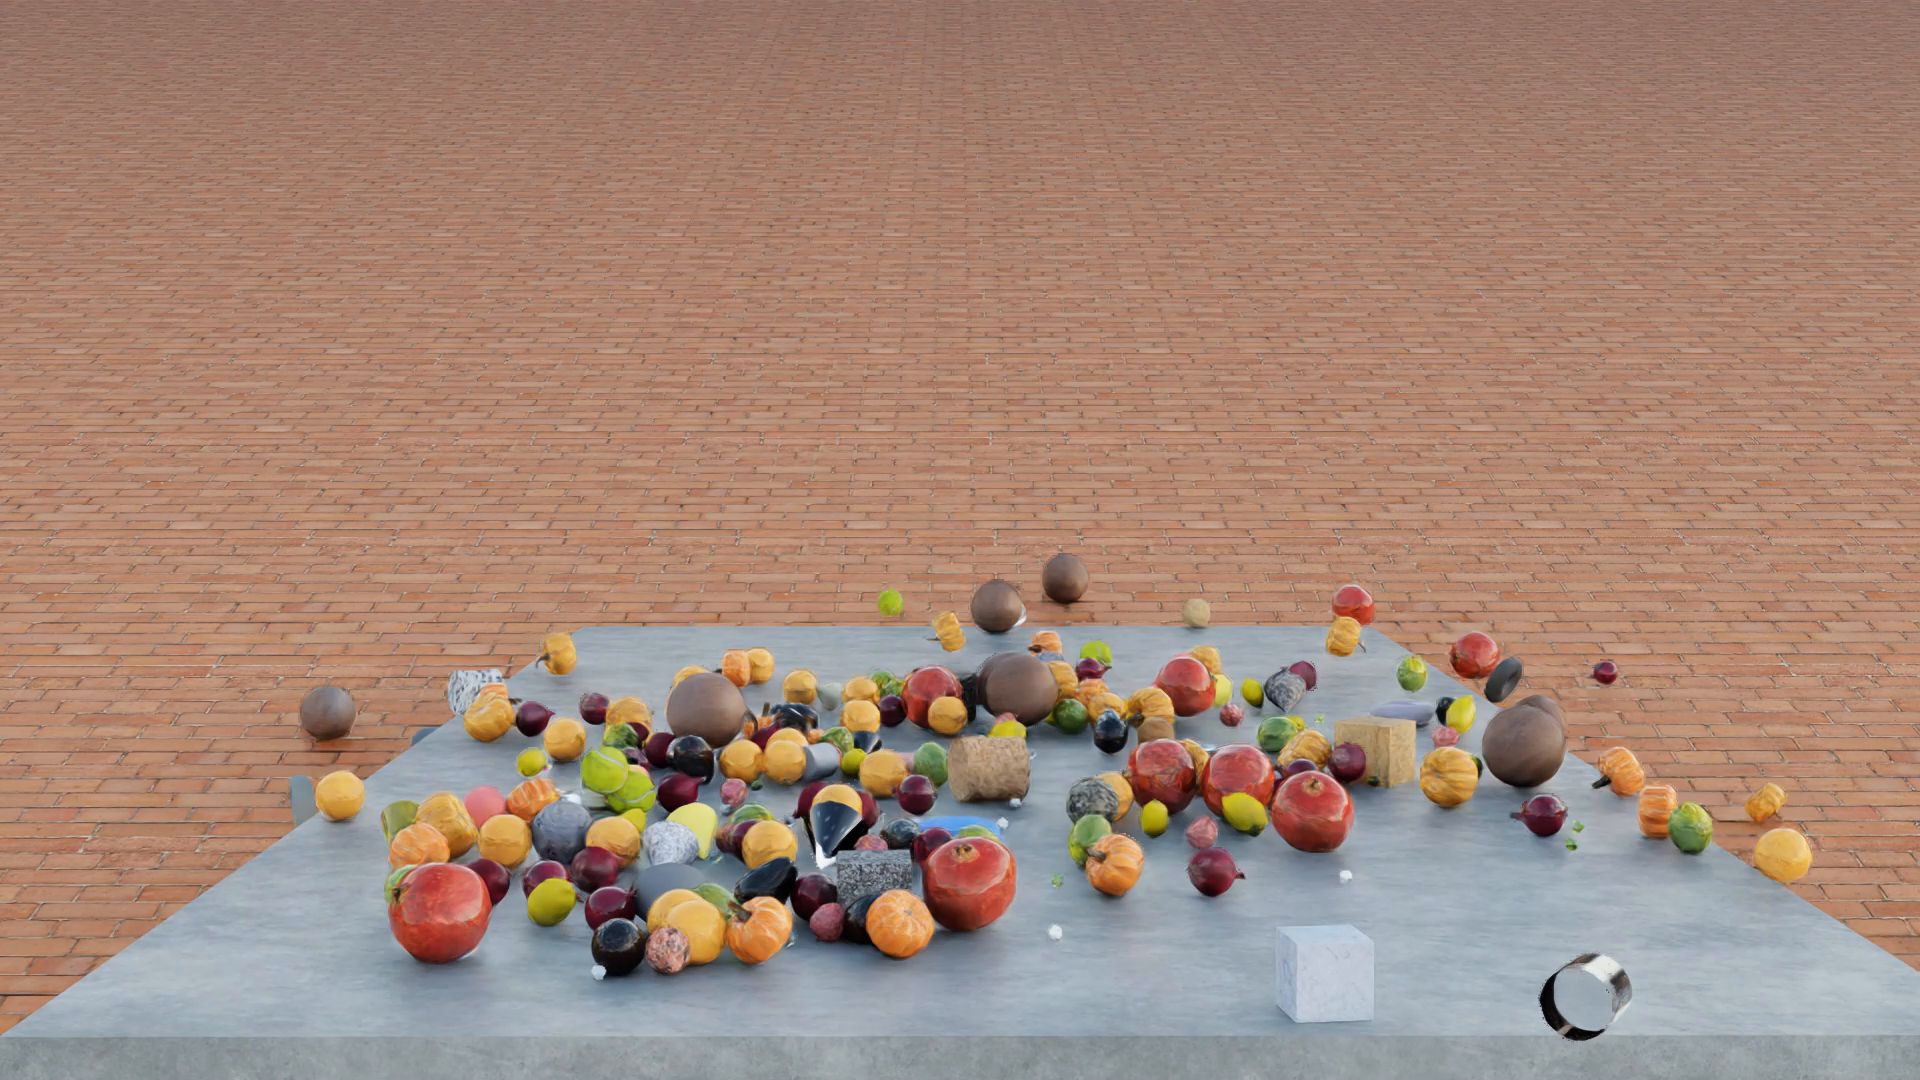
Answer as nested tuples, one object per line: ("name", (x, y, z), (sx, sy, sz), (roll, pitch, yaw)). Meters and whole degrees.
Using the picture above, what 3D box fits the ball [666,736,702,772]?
("ball", (-0.450, 0.350, 4.184), (0.058, 0.058, 0.058), (0, 19, 0))

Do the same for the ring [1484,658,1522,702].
("ring", (1.182, 0.305, 5.578), (0.037, 0.110, 0.110), (35, 35, 29))

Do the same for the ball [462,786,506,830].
("ball", (-0.680, 0.384, 3.670), (0.061, 0.061, 0.061), (0, 19, 0))

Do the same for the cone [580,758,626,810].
("cone", (-0.540, 0.363, 3.858), (0.076, 0.076, 0.076), (0, 4, 0))

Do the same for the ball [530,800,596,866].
("ball", (-0.528, 0.389, 3.412), (0.085, 0.085, 0.085), (0, 19, 0))

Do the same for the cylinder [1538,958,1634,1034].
("cylinder", (0.623, 0.454, 2.551), (0.072, 0.072, 0.072), (15, -1, 37))

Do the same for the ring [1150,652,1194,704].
("ring", (0.415, 0.271, 5.020), (0.038, 0.114, 0.114), (36, 32, 17))

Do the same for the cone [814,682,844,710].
("cone", (-0.263, 0.290, 4.921), (0.058, 0.058, 0.058), (22, -10, 47))

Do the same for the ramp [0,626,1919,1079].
("ramp", (0.045, 0.405, 4.538), (2.000, 0.100, 4.000), (0, 4, 0))

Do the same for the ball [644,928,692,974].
("ball", (-0.319, 0.449, 2.799), (0.050, 0.050, 0.050), (0, 19, 0))

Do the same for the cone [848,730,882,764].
("cone", (-0.163, 0.359, 4.292), (0.058, 0.058, 0.058), (2, 31, 5))

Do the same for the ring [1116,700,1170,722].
("ring", (0.343, 0.319, 4.802), (0.103, 0.034, 0.103), (2, 4, 0))

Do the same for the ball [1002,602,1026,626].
("ball", (0.139, 0.188, 6.524), (0.062, 0.062, 0.062), (0, 19, 0))

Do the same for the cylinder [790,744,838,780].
("cylinder", (-0.234, 0.355, 4.109), (0.056, 0.056, 0.056), (15, 10, 36))

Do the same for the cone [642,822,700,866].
("cone", (-0.384, 0.420, 3.339), (0.077, 0.077, 0.077), (1, 31, 4))

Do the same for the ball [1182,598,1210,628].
("ball", (0.598, 0.184, 6.496), (0.073, 0.073, 0.073), (0, 19, 0))

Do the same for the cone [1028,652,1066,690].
("cone", (0.184, 0.286, 5.280), (0.082, 0.082, 0.082), (-2, 31, -5))

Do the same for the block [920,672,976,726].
("block", (-0.022, 0.295, 4.781), (0.086, 0.086, 0.086), (1, 4, 13))

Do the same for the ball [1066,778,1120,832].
("ball", (0.189, 0.377, 3.657), (0.076, 0.076, 0.076), (0, 19, 0))

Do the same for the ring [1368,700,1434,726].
("ring", (0.817, 0.320, 4.756), (0.119, 0.040, 0.119), (-1, 4, 0))

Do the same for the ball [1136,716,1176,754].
("ball", (0.334, 0.334, 4.371), (0.065, 0.065, 0.065), (0, 19, 0))

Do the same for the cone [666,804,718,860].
("cone", (-0.355, 0.410, 3.475), (0.077, 0.077, 0.077), (-7, 33, -20))

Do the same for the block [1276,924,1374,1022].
("block", (0.374, 0.444, 2.633), (0.080, 0.080, 0.080), (-1, 4, -8))

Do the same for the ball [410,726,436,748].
("ball", (-1.068, 0.418, 5.180), (0.082, 0.082, 0.082), (0, 19, 0))

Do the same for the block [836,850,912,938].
("block", (-0.101, 0.415, 3.018), (0.086, 0.086, 0.086), (0, 4, -2))

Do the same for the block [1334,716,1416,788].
("block", (0.661, 0.337, 4.092), (0.096, 0.096, 0.096), (3, 5, 35))

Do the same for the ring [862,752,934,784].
("ring", (-0.099, 0.366, 4.105), (0.116, 0.039, 0.116), (-1, 5, 0))

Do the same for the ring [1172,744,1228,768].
("ring", (0.398, 0.359, 4.252), (0.095, 0.032, 0.095), (0, 3, 0))

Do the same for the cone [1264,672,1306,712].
("cone", (0.627, 0.309, 4.938), (0.082, 0.082, 0.082), (2, 31, 5))

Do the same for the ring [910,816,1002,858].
("ring", (-0.005, 0.405, 3.499), (0.126, 0.042, 0.126), (-1, 5, 0))

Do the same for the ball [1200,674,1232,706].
("ball", (0.496, 0.290, 4.958), (0.061, 0.061, 0.061), (0, 19, 0))

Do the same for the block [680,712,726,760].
("block", (-0.435, 0.333, 4.342), (0.071, 0.071, 0.071), (-1, 4, -12))

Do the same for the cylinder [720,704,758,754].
("cylinder", (-0.391, 0.325, 4.427), (0.076, 0.076, 0.076), (1, 4, 2))

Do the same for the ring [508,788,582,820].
("ring", (-0.610, 0.390, 3.776), (0.106, 0.035, 0.106), (-1, 5, 0))

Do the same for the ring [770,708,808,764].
("ring", (-0.286, 0.327, 4.277), (0.031, 0.094, 0.094), (2, 15, -34))

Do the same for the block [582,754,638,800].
("block", (-0.538, 0.365, 3.939), (0.063, 0.063, 0.063), (-2, 5, -34))
